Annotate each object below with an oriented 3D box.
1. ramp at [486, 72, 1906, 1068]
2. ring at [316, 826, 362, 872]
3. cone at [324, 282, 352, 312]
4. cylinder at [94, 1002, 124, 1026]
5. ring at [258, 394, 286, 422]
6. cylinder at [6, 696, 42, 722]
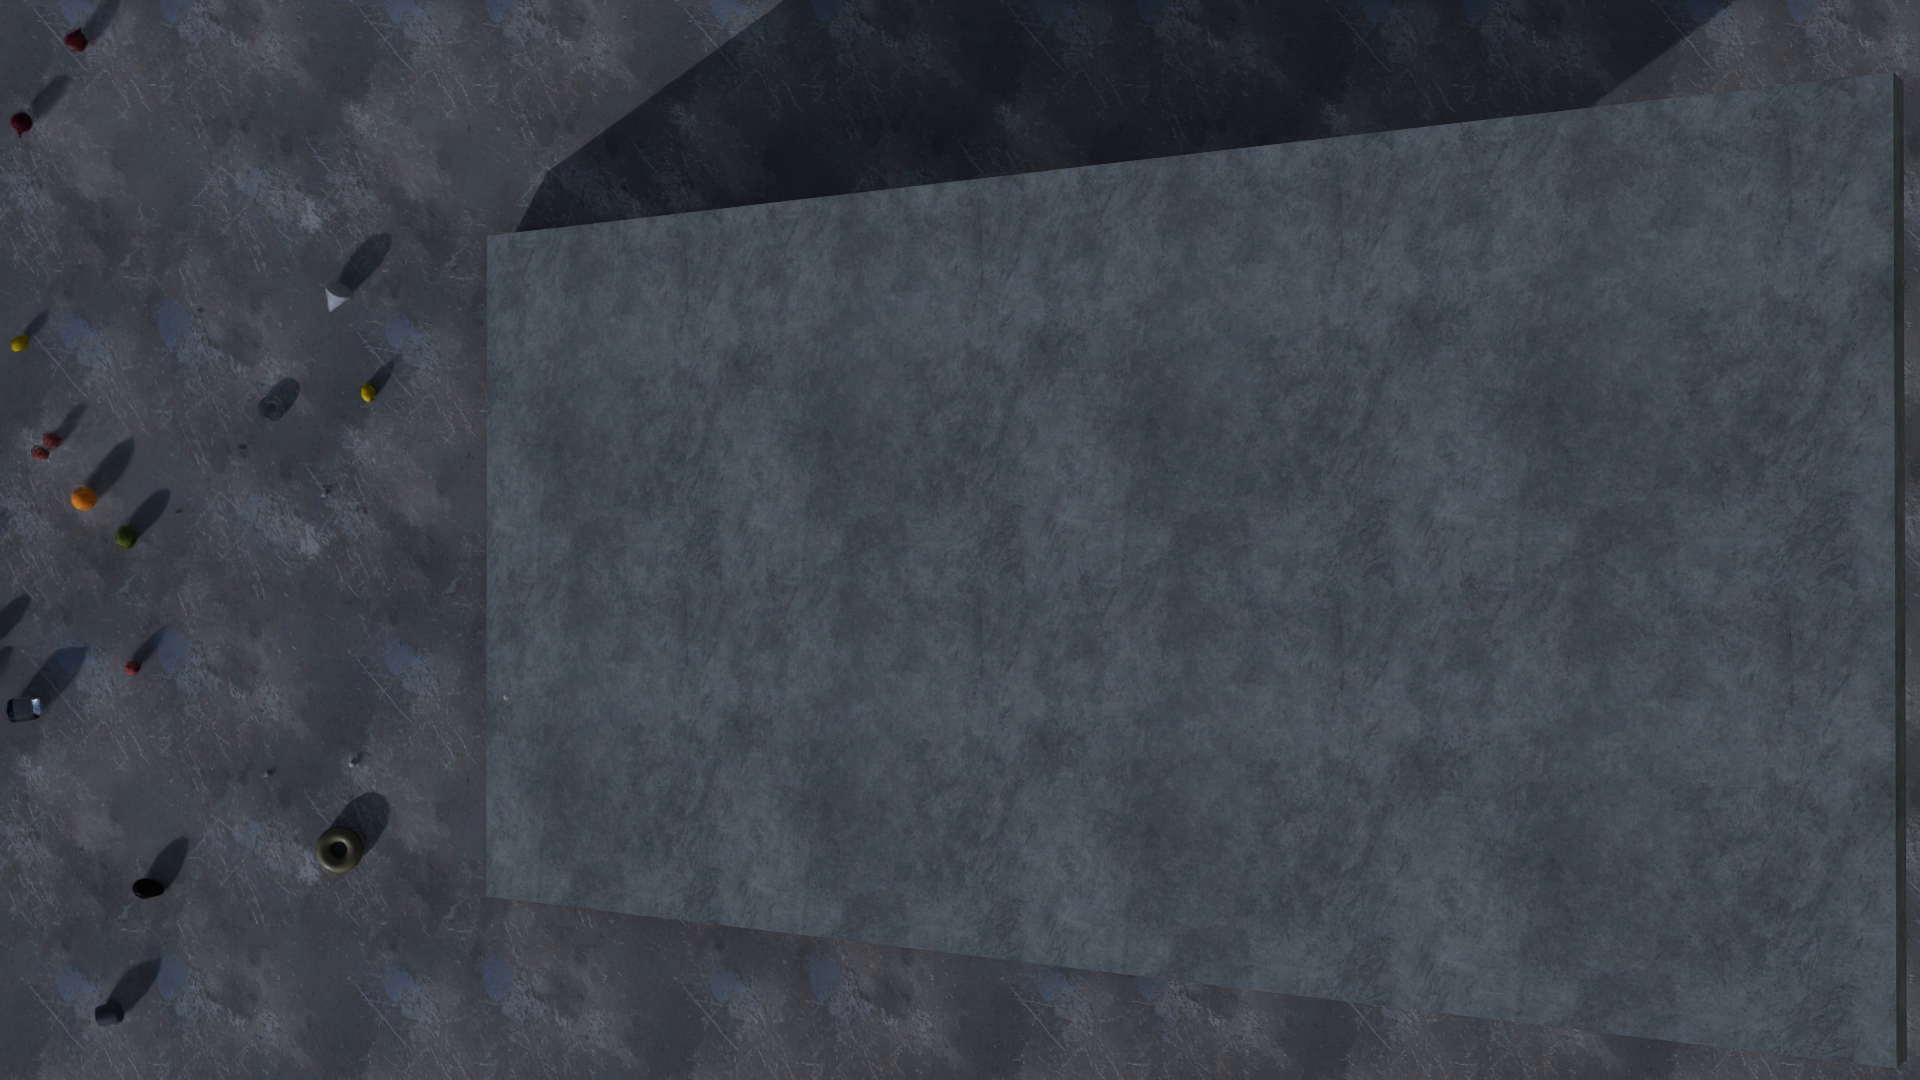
[{"bbox_3d":[0.250,0.069,5.579,4.000,0.100,2.000,0,89,34],"label":"ramp"},{"bbox_3d":[-1.894,0.945,6.712,0.143,0.048,0.143,0,91,-1],"label":"ring"},{"bbox_3d":[-1.917,-0.731,6.730,0.085,0.085,0.085,31,116,0],"label":"cone"},{"bbox_3d":[-2.593,1.444,6.701,0.061,0.061,0.061,-13,90,0],"label":"cylinder"},{"bbox_3d":[-2.108,-0.403,6.733,0.082,0.027,0.082,0,90,-1],"label":"ring"},{"bbox_3d":[-2.853,0.516,6.703,0.071,0.071,0.071,-9,90,3],"label":"cylinder"}]
